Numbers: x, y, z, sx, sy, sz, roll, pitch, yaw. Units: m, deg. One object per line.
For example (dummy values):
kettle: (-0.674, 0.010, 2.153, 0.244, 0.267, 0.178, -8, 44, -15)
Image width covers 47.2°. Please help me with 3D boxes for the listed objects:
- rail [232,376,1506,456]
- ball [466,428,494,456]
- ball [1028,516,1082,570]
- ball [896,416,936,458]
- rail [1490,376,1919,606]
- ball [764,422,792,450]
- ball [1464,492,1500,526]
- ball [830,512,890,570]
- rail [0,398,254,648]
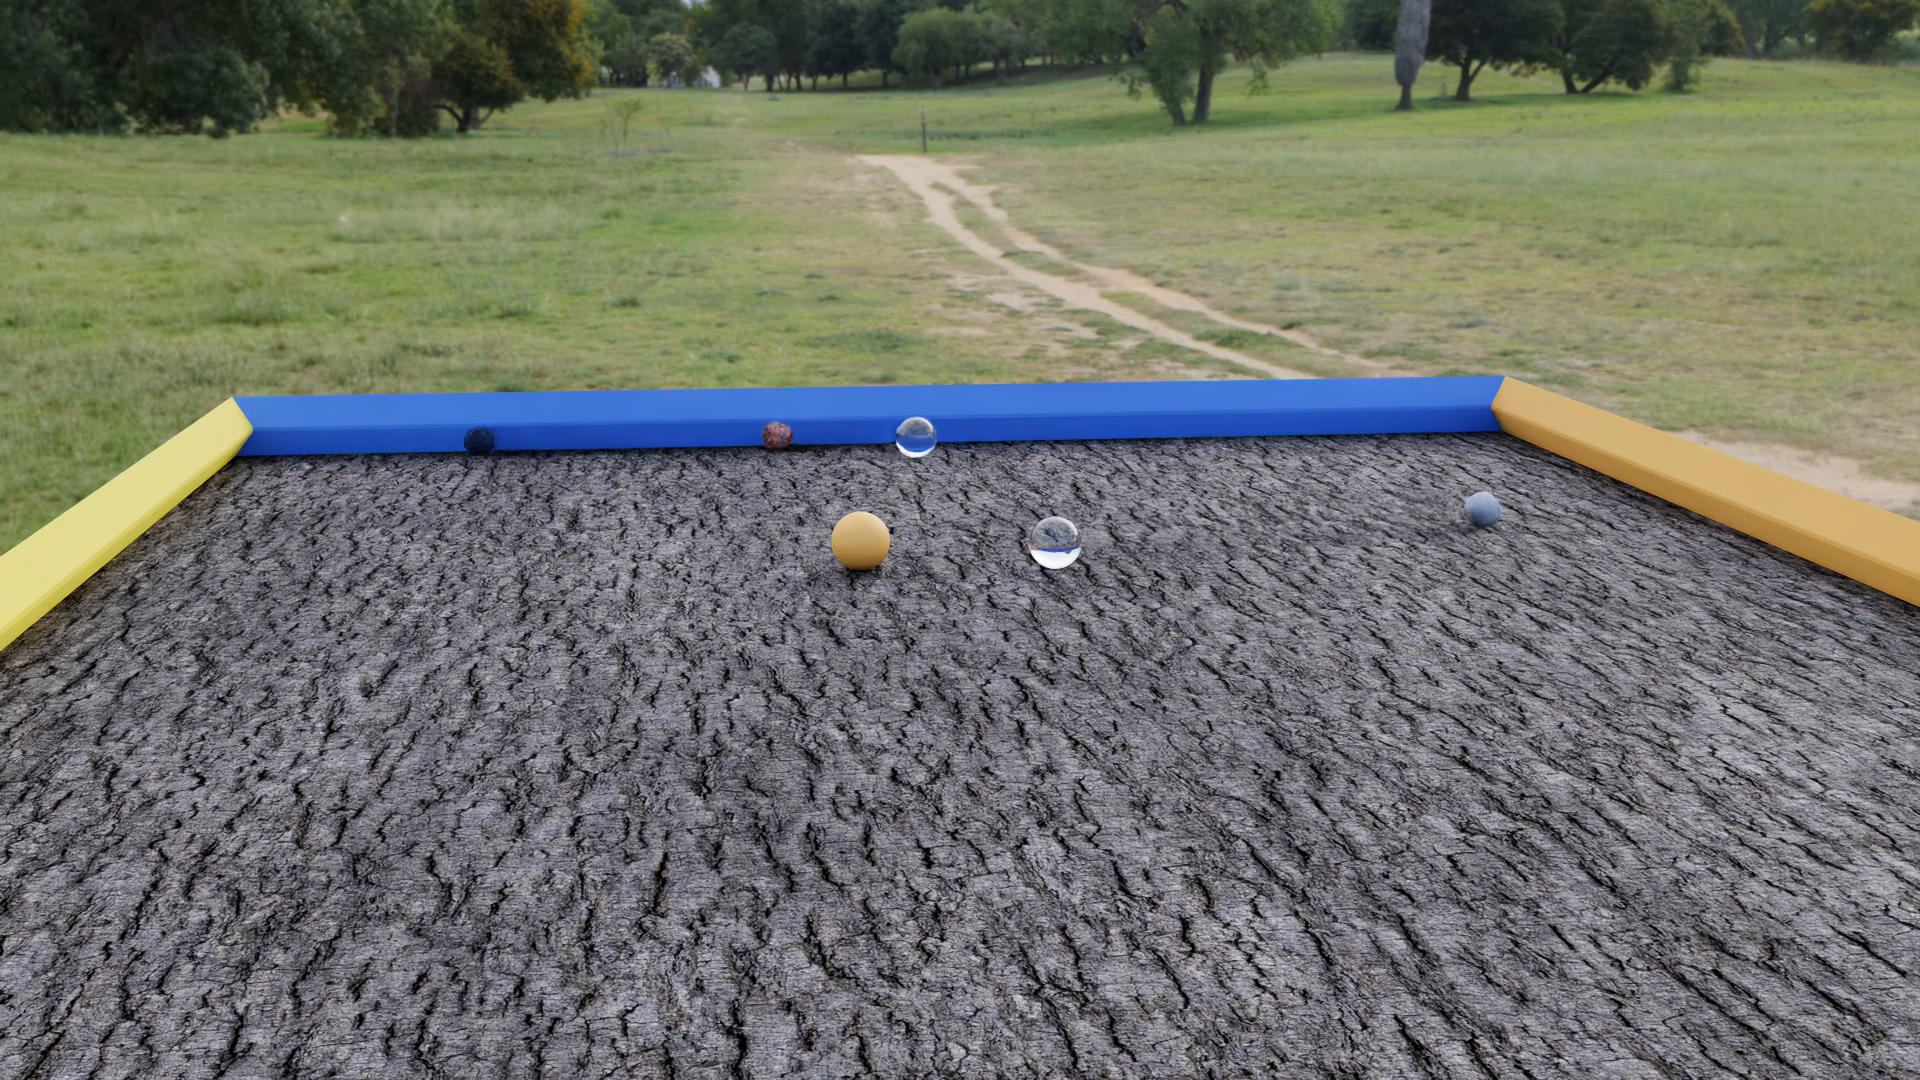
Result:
rail: (-0.132, -0.240, 4.261, 2.485, 0.110, 0.045, -1, 12, -7)
ball: (-0.902, -0.184, 4.139, 0.052, 0.052, 0.052, 0, 12, 0)
ball: (0.138, 0.004, 3.172, 0.076, 0.076, 0.076, 0, 12, 0)
ball: (-0.083, -0.192, 4.117, 0.077, 0.077, 0.077, 0, 12, 0)
rail: (1.344, 0.167, 2.294, 0.045, 0.110, 4.398, -1, 12, -7)
ball: (-0.348, -0.199, 4.204, 0.055, 0.055, 0.055, 0, 12, 0)
ball: (0.826, -0.048, 3.475, 0.055, 0.055, 0.055, 0, 12, 0)
ball: (-0.143, 0.002, 3.160, 0.085, 0.085, 0.085, 0, 12, 0)
rail: (-1.075, 0.228, 2.001, 0.045, 0.110, 4.398, -1, 12, -7)
